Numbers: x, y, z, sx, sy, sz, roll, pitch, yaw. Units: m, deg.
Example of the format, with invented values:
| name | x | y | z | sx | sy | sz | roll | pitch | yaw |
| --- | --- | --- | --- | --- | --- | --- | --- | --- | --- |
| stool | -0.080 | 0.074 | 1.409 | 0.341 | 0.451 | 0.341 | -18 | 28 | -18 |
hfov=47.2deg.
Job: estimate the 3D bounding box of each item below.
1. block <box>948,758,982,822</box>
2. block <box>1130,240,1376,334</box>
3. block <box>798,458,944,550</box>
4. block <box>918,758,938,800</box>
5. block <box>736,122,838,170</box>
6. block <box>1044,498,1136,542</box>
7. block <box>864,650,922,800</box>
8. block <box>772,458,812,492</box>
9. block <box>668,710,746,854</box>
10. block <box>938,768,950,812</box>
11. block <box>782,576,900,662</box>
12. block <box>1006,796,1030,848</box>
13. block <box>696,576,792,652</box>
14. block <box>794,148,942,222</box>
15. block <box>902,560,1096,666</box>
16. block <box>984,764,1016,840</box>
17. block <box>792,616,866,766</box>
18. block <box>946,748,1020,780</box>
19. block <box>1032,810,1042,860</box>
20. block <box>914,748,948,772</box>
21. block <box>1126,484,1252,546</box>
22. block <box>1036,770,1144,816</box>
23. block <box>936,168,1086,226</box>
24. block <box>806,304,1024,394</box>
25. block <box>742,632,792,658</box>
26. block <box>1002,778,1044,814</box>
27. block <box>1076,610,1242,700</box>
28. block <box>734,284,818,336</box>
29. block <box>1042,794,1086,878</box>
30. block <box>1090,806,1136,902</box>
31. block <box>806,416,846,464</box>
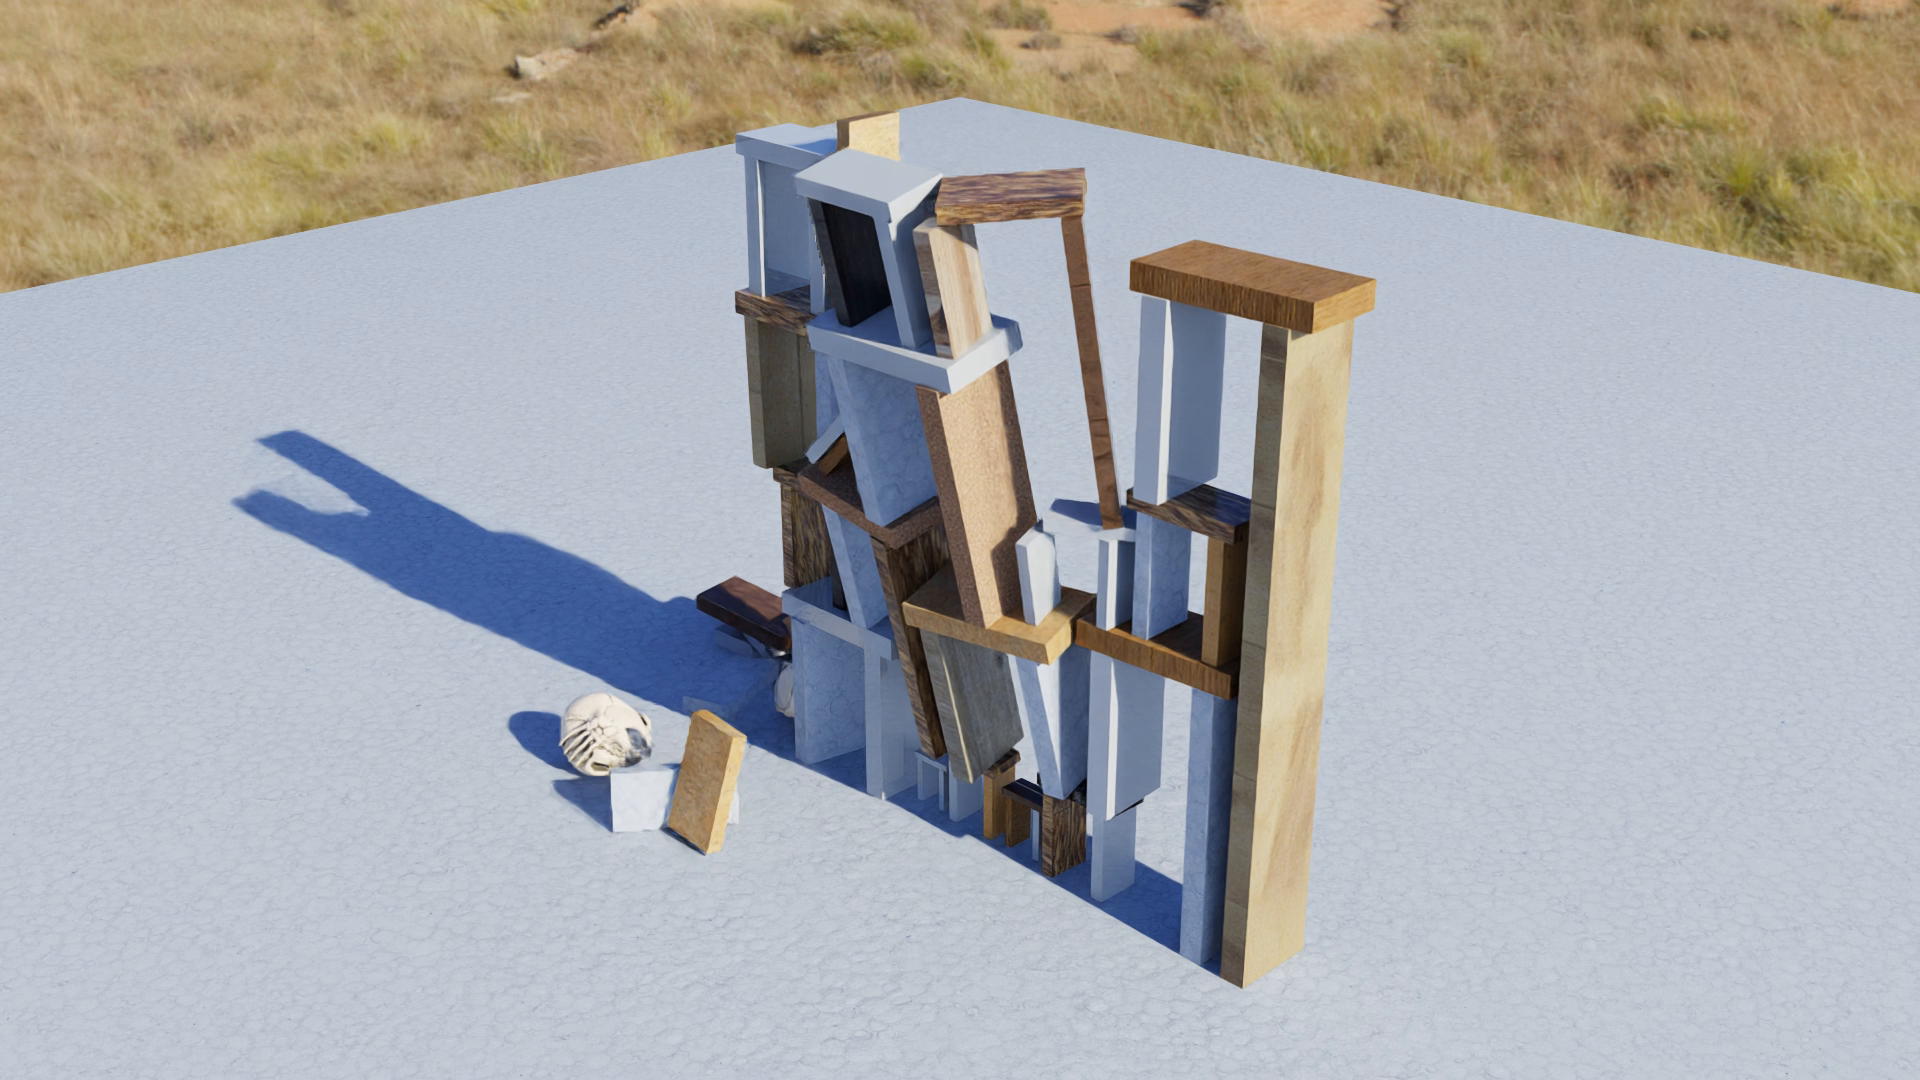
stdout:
| name | x | y | z | sx | sy | sz | roll | pitch | yaw |
| --- | --- | --- | --- | --- | --- | --- | --- | --- | --- |
| block | 0.011 | 0.485 | 4.426 | 0.021 | 0.149 | 0.075 | 20 | 30 | 39 |
| block | 0.470 | -0.412 | 3.551 | 0.356 | 0.050 | 0.178 | 19 | 29 | 38 |
| block | -0.156 | -0.091 | 4.171 | 0.155 | 0.044 | 0.310 | -30 | 38 | -26 |
| block | -0.066 | 0.482 | 4.504 | 0.013 | 0.094 | 0.047 | 21 | 31 | 41 |
| block | -0.290 | -0.751 | 4.228 | 0.138 | 0.039 | 0.276 | -21 | 31 | -41 |
| block | 0.239 | -0.035 | 3.853 | 0.169 | 0.024 | 0.085 | 7 | 28 | 15 |
| block | -0.117 | 0.353 | 4.509 | 0.047 | 0.328 | 0.164 | 21 | 31 | 41 |
| block | -0.262 | -0.121 | 4.462 | 0.228 | 0.032 | 0.114 | 21 | 31 | 40 |
| block | -0.496 | 0.473 | 4.305 | 0.125 | 0.249 | 0.035 | 28 | 21 | 38 |
| block | -0.021 | 0.500 | 4.464 | 0.013 | 0.094 | 0.047 | 21 | 31 | 41 |
| block | -0.195 | 0.151 | 4.505 | 0.329 | 0.047 | 0.164 | 21 | 31 | 41 |
| block | 0.114 | 0.546 | 4.334 | 0.016 | 0.110 | 0.055 | 21 | 31 | 41 |
| block | -0.469 | 0.170 | 5.118 | 0.266 | 0.038 | 0.133 | 24 | 33 | 30 |
| block | -0.152 | -0.594 | 3.668 | 0.121 | 0.034 | 0.243 | -34 | 39 | -30 |
| block | 0.073 | 0.127 | 4.030 | 0.327 | 0.046 | 0.163 | 14 | 41 | 35 |
| block | 0.078 | 0.512 | 4.364 | 0.021 | 0.149 | 0.075 | 17 | 29 | 35 |
| block | -0.268 | 0.299 | 4.635 | 0.164 | 0.329 | 0.047 | -15 | 27 | -31 |
| block | 0.041 | 0.418 | 4.347 | 0.075 | 0.021 | 0.149 | -34 | 38 | -30 |
| block | 0.166 | 0.566 | 4.286 | 0.016 | 0.110 | 0.055 | 21 | 31 | 41 |
| block | -0.043 | 0.442 | 4.463 | 0.094 | 0.013 | 0.047 | 21 | 31 | 41 |
| block | 0.409 | -0.055 | 3.729 | 0.117 | 0.033 | 0.234 | -21 | 30 | -41 |
| block | 0.245 | 0.466 | 4.150 | 0.094 | 0.027 | 0.187 | -21 | 31 | -40 |
| block | 0.084 | -0.555 | 3.553 | 0.235 | 0.033 | 0.117 | -3 | 32 | 8 |
| block | -0.082 | -0.354 | 3.807 | 0.354 | 0.050 | 0.177 | 21 | 45 | 41 |
| block | -0.378 | 0.214 | 5.134 | 0.229 | 0.032 | 0.114 | -11 | 34 | -29 |
| block | 0.140 | 0.498 | 4.286 | 0.110 | 0.016 | 0.055 | 21 | 31 | 41 |
| block | 0.386 | 0.183 | 3.872 | 0.332 | 0.047 | 0.166 | 19 | 30 | 38 |
| block | -0.283 | -0.453 | 4.342 | 0.157 | 0.044 | 0.314 | -21 | 31 | -40 |
| block | 0.202 | 0.548 | 4.231 | 0.094 | 0.187 | 0.027 | -20 | 30 | -38 |
| block | 0.290 | 0.581 | 4.152 | 0.094 | 0.187 | 0.027 | -21 | 31 | -40 |
| block | -0.215 | -0.206 | 4.095 | 0.091 | 0.026 | 0.182 | -33 | -5 | -33 |
